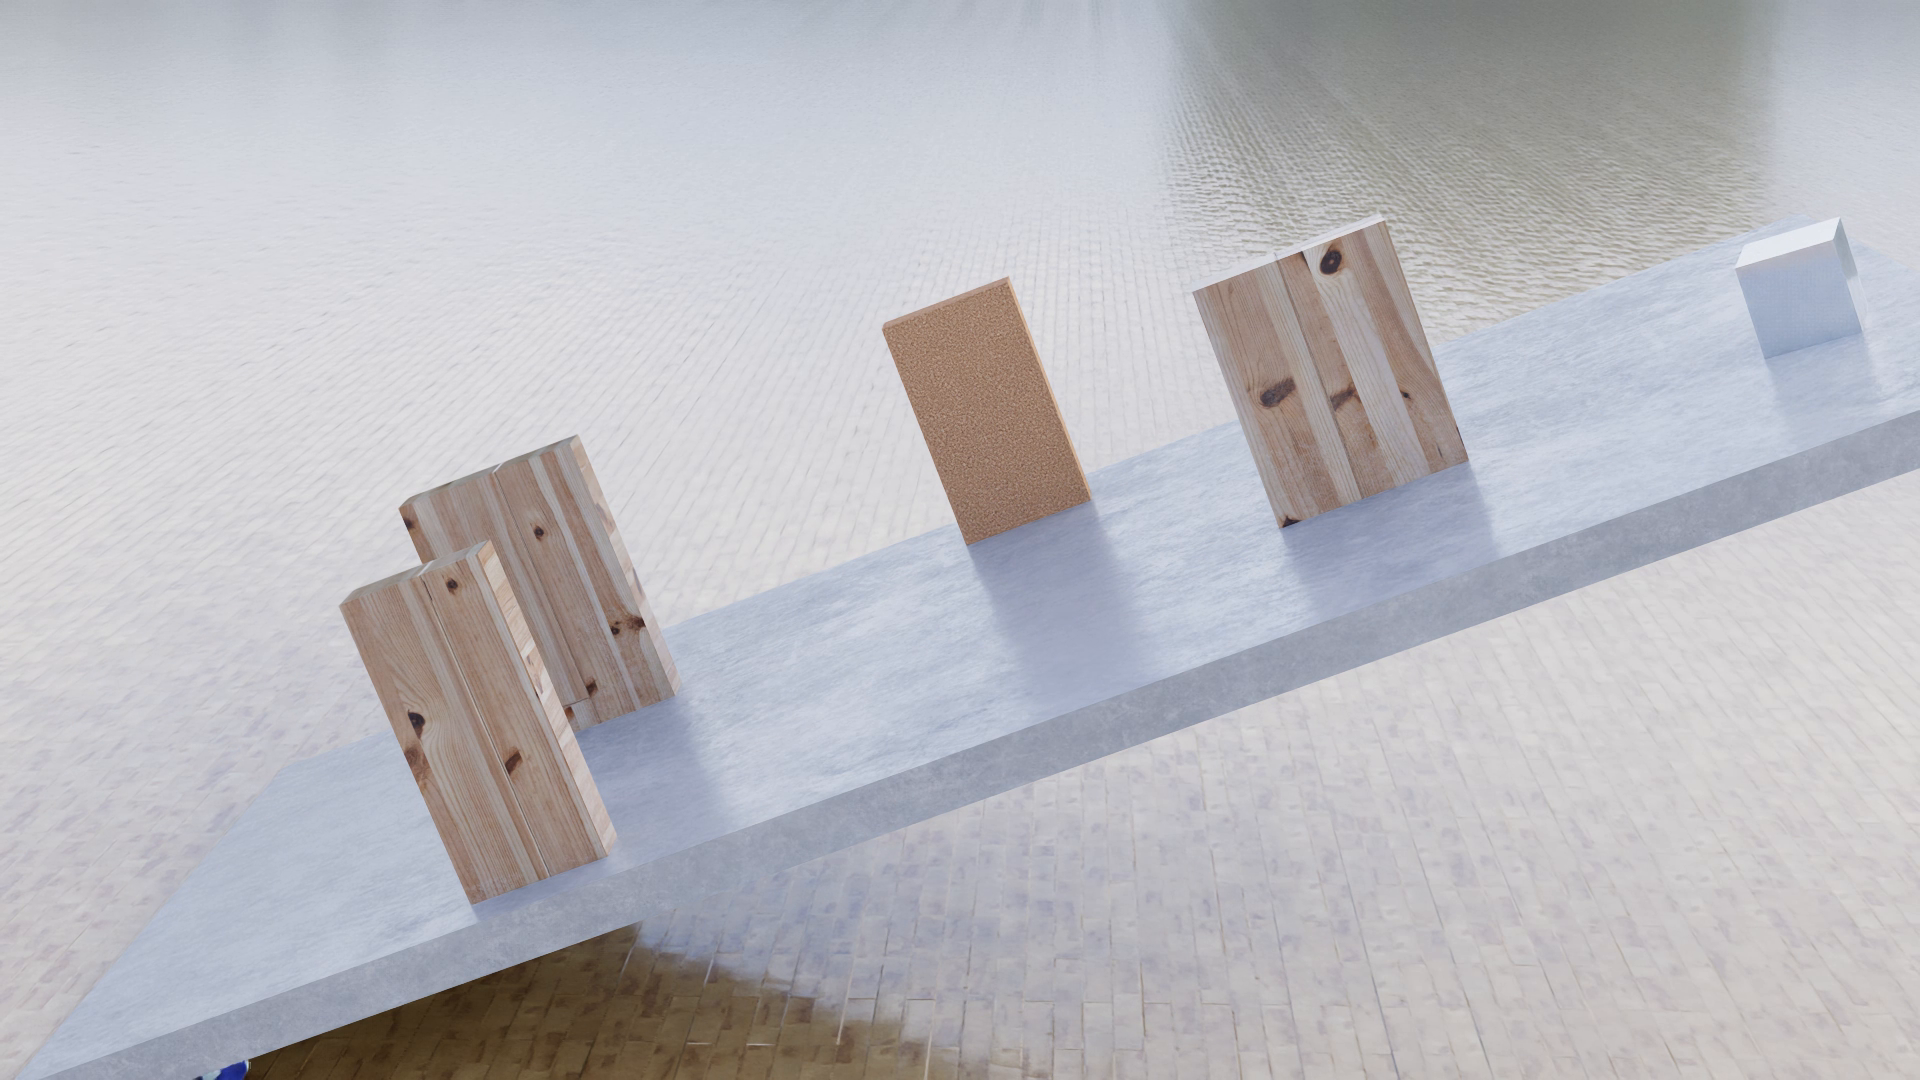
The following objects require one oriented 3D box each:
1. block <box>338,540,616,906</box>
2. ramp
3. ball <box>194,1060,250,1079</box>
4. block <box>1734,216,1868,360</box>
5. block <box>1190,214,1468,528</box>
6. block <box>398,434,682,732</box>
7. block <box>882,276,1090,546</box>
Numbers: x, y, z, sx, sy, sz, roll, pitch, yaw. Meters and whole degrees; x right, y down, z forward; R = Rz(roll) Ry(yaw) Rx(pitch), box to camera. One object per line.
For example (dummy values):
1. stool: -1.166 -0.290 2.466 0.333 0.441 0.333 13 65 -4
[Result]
1. block: -0.904 0.345 5.546 0.282 0.625 0.119 -20 12 7
2. ramp: 0.119 0.175 6.294 4.000 0.100 2.000 -20 12 7
3. ball: -1.453 1.025 5.774 0.113 0.113 0.113 0 13 0
4. block: 1.678 -0.502 5.857 0.194 0.194 0.194 -16 13 25
5. block: 0.749 -0.342 5.973 0.406 0.520 0.113 -20 12 7
6. block: -0.941 0.127 6.621 0.415 0.616 0.115 -20 12 7
7. block: 0.065 -0.304 6.939 0.314 0.552 0.102 -20 12 7
